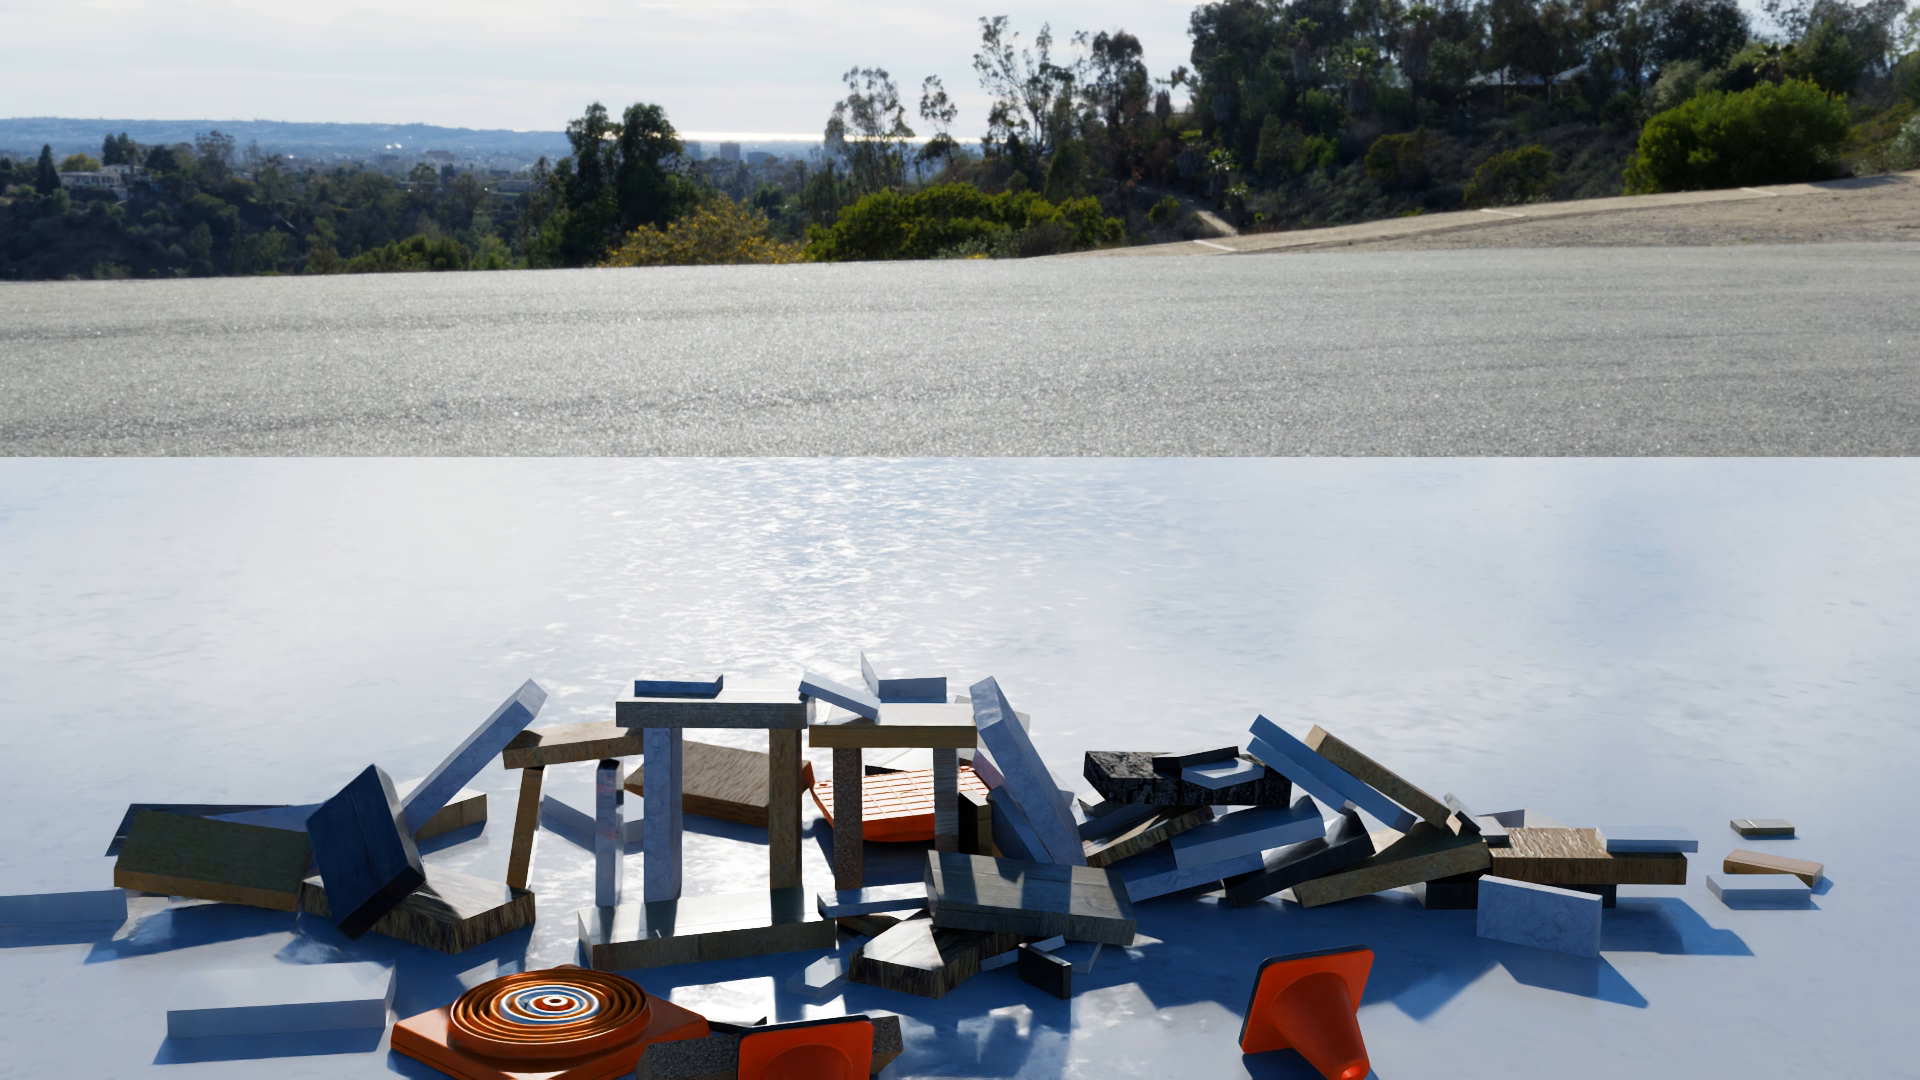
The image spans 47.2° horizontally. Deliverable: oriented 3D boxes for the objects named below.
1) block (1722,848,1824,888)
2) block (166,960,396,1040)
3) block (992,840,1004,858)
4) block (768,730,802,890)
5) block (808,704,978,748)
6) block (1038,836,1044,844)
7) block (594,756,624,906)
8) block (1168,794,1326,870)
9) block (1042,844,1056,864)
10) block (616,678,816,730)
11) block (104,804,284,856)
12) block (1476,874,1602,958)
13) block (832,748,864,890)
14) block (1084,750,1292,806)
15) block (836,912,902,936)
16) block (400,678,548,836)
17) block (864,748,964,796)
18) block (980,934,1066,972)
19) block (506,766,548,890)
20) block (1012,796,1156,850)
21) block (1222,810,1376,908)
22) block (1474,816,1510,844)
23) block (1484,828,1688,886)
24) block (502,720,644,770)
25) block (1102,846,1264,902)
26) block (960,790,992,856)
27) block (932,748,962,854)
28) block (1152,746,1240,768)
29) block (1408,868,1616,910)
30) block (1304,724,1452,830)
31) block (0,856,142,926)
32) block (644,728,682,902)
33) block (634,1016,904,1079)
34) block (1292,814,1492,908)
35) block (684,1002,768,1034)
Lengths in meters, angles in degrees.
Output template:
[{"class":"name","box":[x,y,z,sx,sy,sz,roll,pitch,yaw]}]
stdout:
[{"class":"block","box":[1.393,0.561,3.767,0.148,0.021,0.074,7,13,33]},{"class":"block","box":[-0.973,0.661,3.170,0.297,0.042,0.148,-2,11,-9]},{"class":"block","box":[0.036,0.517,3.773,0.026,0.093,0.186,-39,17,-13]},{"class":"block","box":[-0.288,0.439,3.637,0.044,0.308,0.154,1,11,0]},{"class":"block","box":[-0.106,0.304,3.611,0.272,0.039,0.136,0,11,2]},{"class":"block","box":[0.196,0.549,3.828,0.083,0.023,0.166,-2,11,-12]},{"class":"block","box":[-0.580,0.476,3.646,0.033,0.231,0.116,2,10,-2]},{"class":"block","box":[0.472,0.484,3.648,0.249,0.035,0.125,-13,10,1]},{"class":"block","box":[0.124,0.560,3.766,0.083,0.023,0.166,-3,11,-14]},{"class":"block","box":[-0.397,0.267,3.599,0.308,0.044,0.154,0,11,2]},{"class":"block","box":[-1.307,0.519,3.789,0.286,0.041,0.143,0,35,2]},{"class":"block","box":[0.903,0.587,3.430,0.187,0.094,0.027,6,12,31]},{"class":"block","box":[-0.185,0.456,3.648,0.039,0.272,0.136,0,11,1]},{"class":"block","box":[0.381,0.401,3.702,0.315,0.045,0.158,2,10,-13]},{"class":"block","box":[-0.147,0.603,3.491,0.067,0.019,0.134,3,3,-33]},{"class":"block","box":[-0.845,0.392,3.653,0.384,0.042,0.148,-43,10,5]},{"class":"block","box":[-0.047,0.437,4.369,0.156,0.044,0.311,5,12,25]},{"class":"block","box":[0.095,0.628,3.343,0.121,0.017,0.060,-9,-13,-38]},{"class":"block","box":[-0.718,0.475,3.649,0.033,0.231,0.116,9,10,-6]},{"class":"block","box":[0.219,0.508,3.996,0.301,0.043,0.150,3,11,14]},{"class":"block","box":[0.556,0.529,3.643,0.249,0.035,0.125,-22,10,4]},{"class":"block","box":[0.886,0.487,3.698,0.049,0.014,0.099,0,11,-2]},{"class":"block","box":[1.027,0.525,3.656,0.313,0.044,0.157,0,11,2]},{"class":"block","box":[-0.627,0.334,3.626,0.231,0.033,0.116,-7,11,1]},{"class":"block","box":[0.370,0.543,3.664,0.249,0.035,0.125,-14,10,-3]},{"class":"block","box":[0.027,0.508,3.657,0.023,0.166,0.083,-6,12,-20]},{"class":"block","box":[-0.020,0.457,3.638,0.039,0.272,0.136,-1,10,1]},{"class":"block","box":[0.394,0.363,3.676,0.135,0.019,0.068,-6,-2,-37]},{"class":"block","box":[0.915,0.567,3.669,0.313,0.044,0.157,0,11,-1]},{"class":"block","box":[0.703,0.398,3.709,0.247,0.035,0.123,32,3,-1]},{"class":"block","box":[-1.534,0.577,3.602,0.353,0.050,0.176,-2,11,-10]},{"class":"block","box":[-0.491,0.439,3.638,0.044,0.308,0.154,2,11,0]},{"class":"block","box":[-0.250,0.675,2.860,0.324,0.046,0.162,-3,-23,-16]},{"class":"block","box":[0.709,0.533,3.669,0.313,0.044,0.157,-13,10,1]},{"class":"block","box":[-0.333,0.683,3.129,0.106,0.015,0.053,5,11,23]}]
